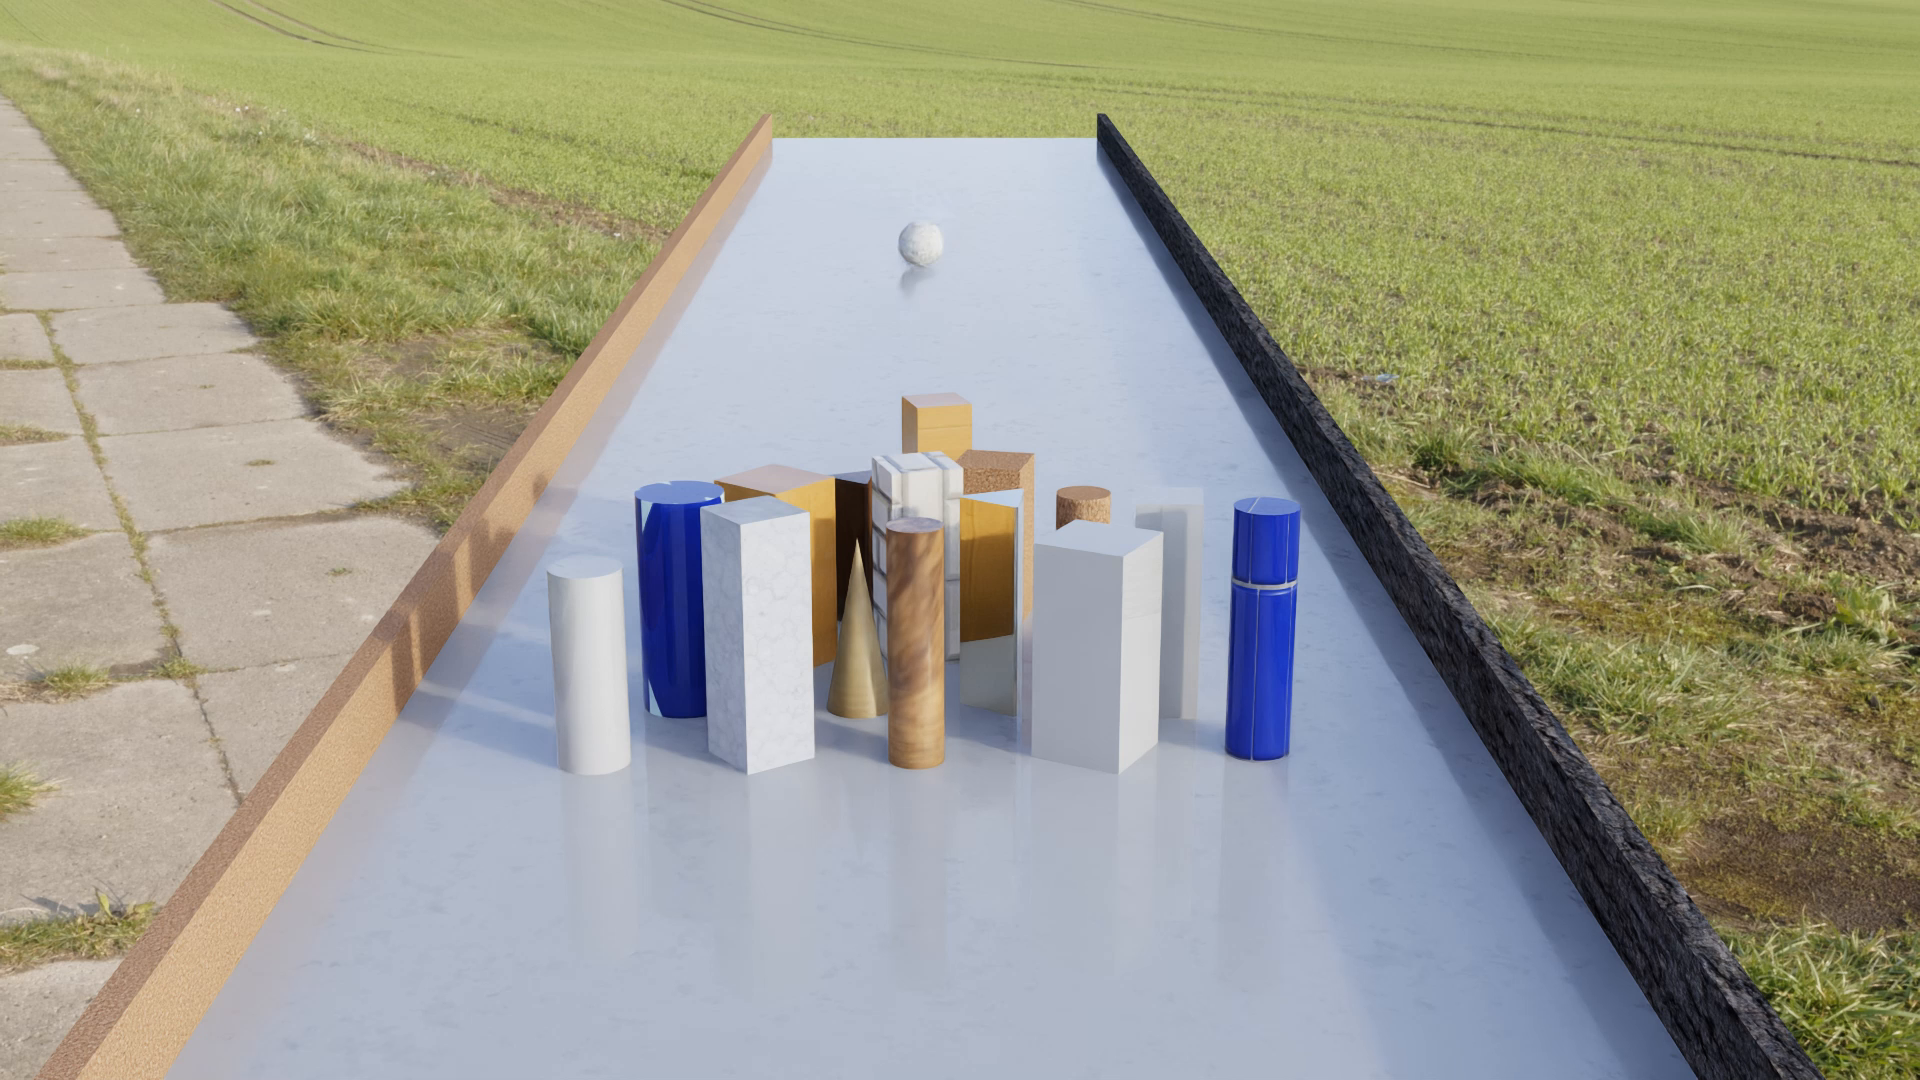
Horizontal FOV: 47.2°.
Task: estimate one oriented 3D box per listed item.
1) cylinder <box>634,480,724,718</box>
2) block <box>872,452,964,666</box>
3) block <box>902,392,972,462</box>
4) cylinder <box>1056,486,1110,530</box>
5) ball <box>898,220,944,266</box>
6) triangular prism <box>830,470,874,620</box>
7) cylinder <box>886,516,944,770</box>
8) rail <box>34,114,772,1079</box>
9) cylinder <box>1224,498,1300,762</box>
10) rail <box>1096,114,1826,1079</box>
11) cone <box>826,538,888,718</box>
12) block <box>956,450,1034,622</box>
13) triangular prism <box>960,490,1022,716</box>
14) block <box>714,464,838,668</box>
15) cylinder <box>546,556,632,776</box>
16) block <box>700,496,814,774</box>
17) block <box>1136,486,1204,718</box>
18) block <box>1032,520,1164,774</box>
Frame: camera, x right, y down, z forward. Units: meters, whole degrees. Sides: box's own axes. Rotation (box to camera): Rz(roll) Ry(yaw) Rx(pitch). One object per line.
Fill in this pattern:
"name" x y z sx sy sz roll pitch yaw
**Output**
"cylinder" -0.519 0.111 4.125 0.165 0.416 0.165 0 17 0
"block" -0.085 0.040 4.385 0.144 0.403 0.144 -5 17 -17
"block" -0.051 -0.106 4.854 0.123 0.416 0.123 -5 17 -17
"cylinder" 0.243 0.073 4.377 0.108 0.345 0.108 0 17 0
"ball" -0.160 -1.208 8.962 0.187 0.187 0.187 0 17 0
"triangular prism" -0.210 0.014 4.634 0.110 0.312 0.095 12 20 34
"cylinder" -0.077 0.182 3.855 0.101 0.433 0.101 0 17 0
"rail" -1.118 -0.838 7.780 0.050 0.150 12.000 0 17 -1
"cylinder" 0.534 0.160 3.889 0.116 0.456 0.116 0 17 0
"rail" 0.932 -0.844 7.801 0.050 0.150 12.000 0 17 -1
"cone" -0.190 0.156 4.117 0.125 0.334 0.125 0 17 0
"block" 0.069 -0.003 4.638 0.146 0.342 0.146 4 17 13
"triangular prism" 0.084 0.112 4.137 0.128 0.407 0.111 12 20 34
"block" -0.363 0.061 4.360 0.167 0.378 0.167 13 21 37
"cylinder" -0.649 0.220 3.855 0.130 0.361 0.130 0 17 0
"block" -0.356 0.165 3.873 0.138 0.455 0.138 -12 20 -34
"block" 0.386 0.116 4.108 0.123 0.415 0.123 1 17 4
"block" 0.243 0.187 3.900 0.171 0.399 0.171 9 19 27
